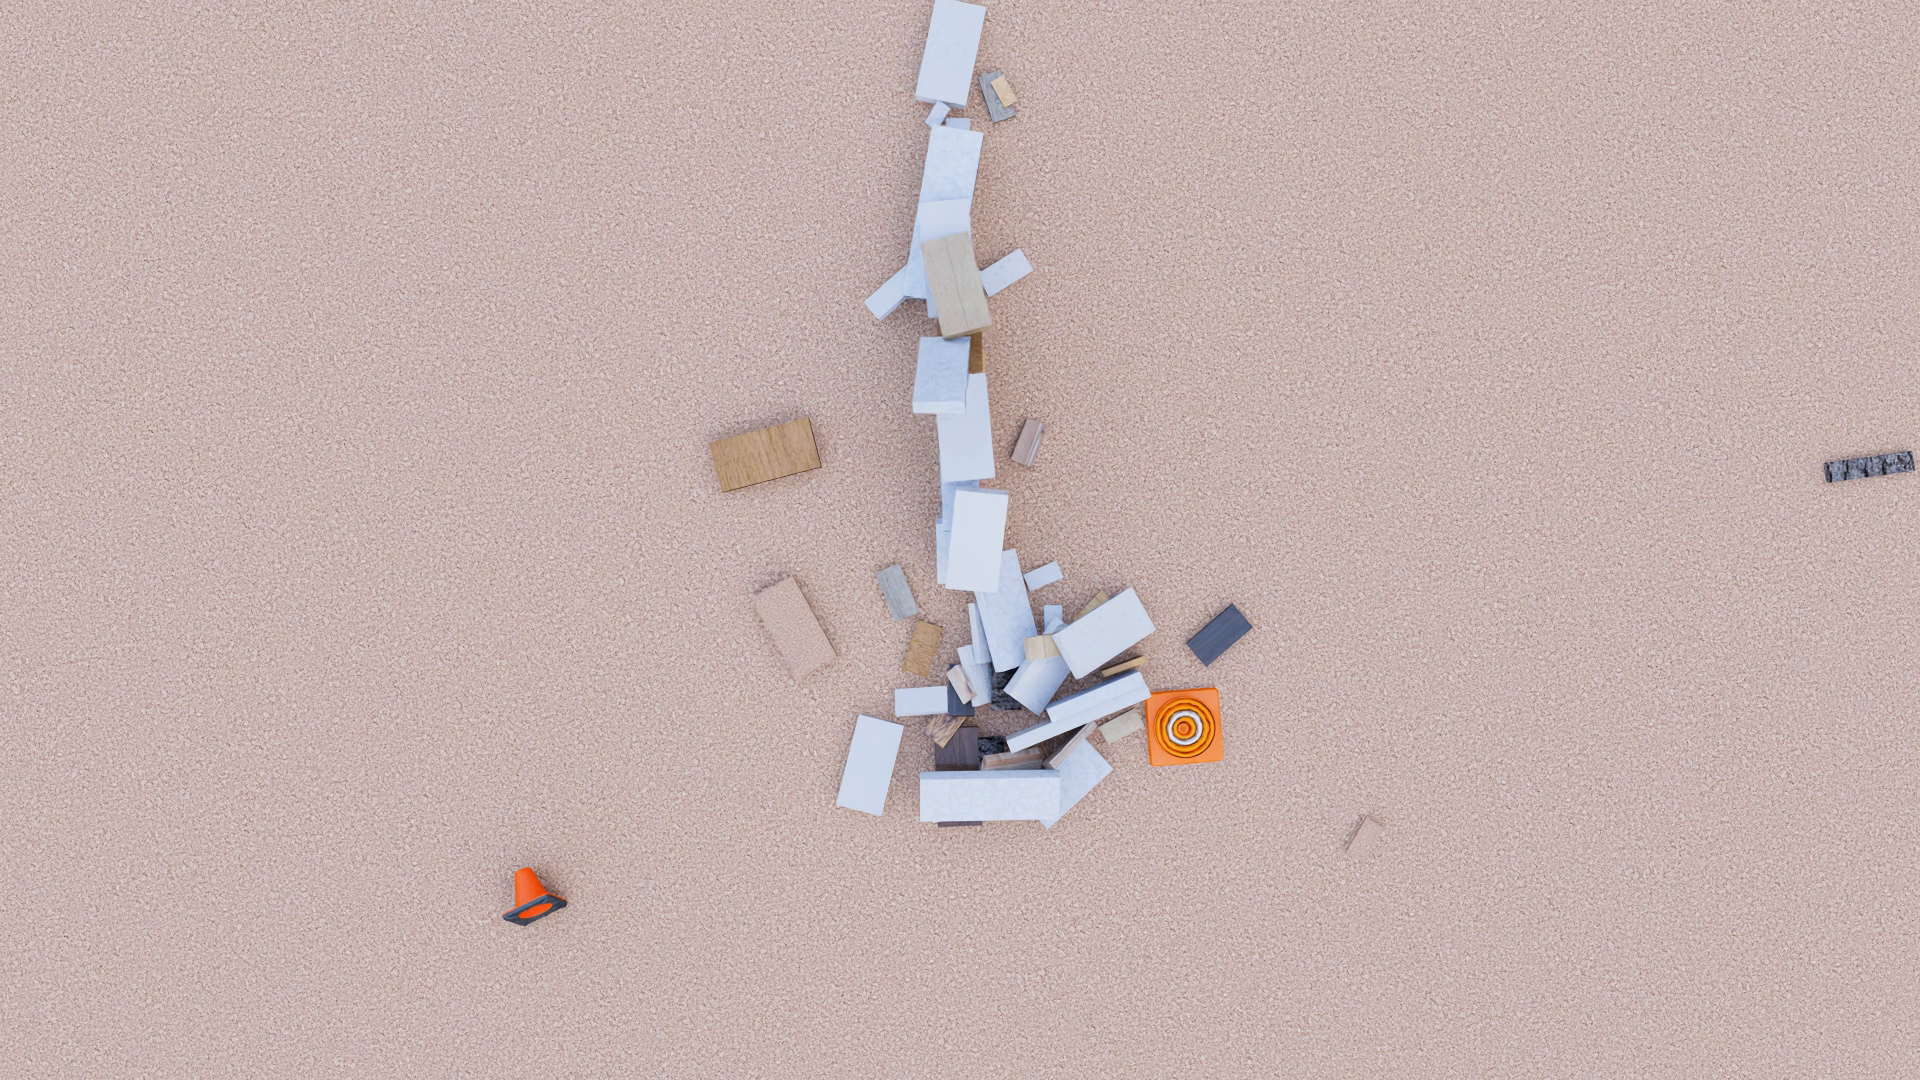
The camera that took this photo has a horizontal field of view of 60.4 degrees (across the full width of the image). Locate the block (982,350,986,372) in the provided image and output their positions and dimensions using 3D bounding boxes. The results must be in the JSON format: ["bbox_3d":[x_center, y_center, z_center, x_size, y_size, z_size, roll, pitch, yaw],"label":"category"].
[{"bbox_3d":[0.009,-0.443,5.375,0.144,0.041,0.354,0,81,0],"label":"block"}]

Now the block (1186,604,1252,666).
[{"bbox_3d":[0.862,0.317,5.486,0.203,0.029,0.102,-41,90,0],"label":"block"}]

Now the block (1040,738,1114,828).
[{"bbox_3d":[0.349,0.804,5.479,0.295,0.042,0.148,-43,90,0],"label":"block"}]

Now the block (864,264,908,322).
[{"bbox_3d":[-0.154,-0.876,5.463,0.365,0.024,0.084,-41,70,4],"label":"block"}]

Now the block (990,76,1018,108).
[{"bbox_3d":[0.146,-1.487,5.471,0.048,0.014,0.096,-29,90,0],"label":"block"}]

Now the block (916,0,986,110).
[{"bbox_3d":[-0.030,-1.612,5.466,0.169,0.048,0.338,12,86,0],"label":"block"}]

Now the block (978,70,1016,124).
[{"bbox_3d":[0.123,-1.474,5.489,0.080,0.023,0.159,-19,90,0],"label":"block"}]

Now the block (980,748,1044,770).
[{"bbox_3d":[0.169,0.743,5.426,0.203,0.029,0.102,-6,127,-20],"label":"block"}]

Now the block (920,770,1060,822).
[{"bbox_3d":[0.097,0.835,5.390,0.456,0.046,0.163,-1,116,-3],"label":"block"}]

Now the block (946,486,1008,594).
[{"bbox_3d":[0.053,0.000,5.286,0.167,0.047,0.334,5,110,-2],"label":"block"}]

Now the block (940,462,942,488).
[{"bbox_3d":[-0.018,-0.187,5.392,0.090,0.025,0.179,-3,97,-1],"label":"block"}]

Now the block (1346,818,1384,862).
[{"bbox_3d":[1.347,0.998,5.490,0.068,0.019,0.136,31,90,0],"label":"block"}]

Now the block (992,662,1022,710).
[{"bbox_3d":[0.155,0.463,5.458,0.099,0.028,0.199,2,87,-31],"label":"block"}]

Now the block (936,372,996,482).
[{"bbox_3d":[0.013,-0.357,5.254,0.167,0.047,0.334,-5,90,0],"label":"block"}]

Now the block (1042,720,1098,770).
[{"bbox_3d":[0.360,0.673,5.424,0.203,0.102,0.029,-44,91,-15],"label":"block"}]

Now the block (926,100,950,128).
[{"bbox_3d":[-0.074,-1.405,5.460,0.048,0.096,0.014,39,47,0],"label":"block"}]

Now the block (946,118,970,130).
[{"bbox_3d":[-0.005,-1.078,5.489,0.080,0.023,0.645,0,90,0],"label":"block"}]

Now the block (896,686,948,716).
[{"bbox_3d":[-0.127,0.534,5.463,0.174,0.025,0.087,-4,65,5],"label":"block"}]

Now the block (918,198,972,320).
[{"bbox_3d":[-0.038,-0.912,5.357,0.160,0.045,0.372,-5,90,2],"label":"block"}]

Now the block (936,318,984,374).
[{"bbox_3d":[-0.001,-0.634,5.363,0.144,0.041,0.289,-1,62,0],"label":"block"}]

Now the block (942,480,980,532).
[{"bbox_3d":[0.003,-0.146,5.329,0.118,0.033,0.236,0,84,0],"label":"block"}]

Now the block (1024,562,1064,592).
[{"bbox_3d":[0.277,0.120,5.492,0.119,0.017,0.059,-23,90,0],"label":"block"}]

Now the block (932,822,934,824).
[{"bbox_3d":[-0.073,0.862,5.449,0.067,0.019,0.133,-13,90,0],"label":"block"}]

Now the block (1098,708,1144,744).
[{"bbox_3d":[0.538,0.619,5.490,0.136,0.019,0.068,-27,90,0],"label":"block"}]

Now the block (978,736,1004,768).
[{"bbox_3d":[0.105,0.738,5.467,0.086,0.024,0.172,-2,90,-31],"label":"block"}]

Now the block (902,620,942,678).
[{"bbox_3d":[-0.125,0.361,5.488,0.087,0.025,0.174,18,90,0],"label":"block"}]

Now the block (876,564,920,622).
[{"bbox_3d":[-0.208,0.175,5.488,0.087,0.025,0.174,-22,90,0],"label":"block"}]

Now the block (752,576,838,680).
[{"bbox_3d":[-0.548,0.290,5.478,0.154,0.044,0.308,-29,90,0],"label":"block"}]

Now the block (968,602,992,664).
[{"bbox_3d":[0.084,0.303,5.456,0.099,0.028,0.199,-7,90,-43],"label":"block"}]

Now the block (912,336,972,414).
[{"bbox_3d":[-0.054,-0.523,5.204,0.160,0.045,0.320,0,45,5],"label":"block"}]

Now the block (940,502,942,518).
[{"bbox_3d":[-0.003,-0.021,5.421,0.118,0.033,0.236,-3,123,0],"label":"block"}]

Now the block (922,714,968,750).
[{"bbox_3d":[-0.038,0.597,5.455,0.086,0.024,0.172,35,74,13],"label":"block"}]

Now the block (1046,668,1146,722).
[{"bbox_3d":[0.441,0.510,5.418,0.327,0.163,0.046,-22,89,0],"label":"block"}]

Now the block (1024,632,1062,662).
[{"bbox_3d":[0.386,0.330,5.411,0.380,0.021,0.075,-8,92,-24],"label":"block"}]

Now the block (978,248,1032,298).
[{"bbox_3d":[0.147,-0.888,5.488,0.173,0.024,0.086,-32,90,0],"label":"block"}]

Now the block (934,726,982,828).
[{"bbox_3d":[-0.006,0.785,5.479,0.148,0.042,0.326,-2,90,0],"label":"block"}]

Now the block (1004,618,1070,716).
[{"bbox_3d":[0.286,0.417,5.432,0.148,0.042,0.295,38,85,-31],"label":"block"}]

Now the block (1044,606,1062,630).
[{"bbox_3d":[0.310,0.276,5.492,0.059,0.017,0.119,0,90,0],"label":"block"}]

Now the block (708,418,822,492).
[{"bbox_3d":[-0.645,-0.282,5.476,0.338,0.048,0.169,-15,90,0],"label":"block"}]

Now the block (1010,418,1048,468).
[{"bbox_3d":[0.231,-0.323,5.489,0.075,0.021,0.149,22,90,0],"label":"block"}]

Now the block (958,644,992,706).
[{"bbox_3d":[0.061,0.442,5.453,0.099,0.028,0.199,-14,88,-43],"label":"block"}]

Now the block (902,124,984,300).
[{"bbox_3d":[-0.055,-1.064,5.404,0.169,0.048,0.564,10,90,2],"label":"block"}]

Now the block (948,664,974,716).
[{"bbox_3d":[0.006,0.497,5.462,0.086,0.024,0.172,1,72,0],"label":"block"}]

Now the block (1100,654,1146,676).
[{"bbox_3d":[0.540,0.417,5.463,0.149,0.075,0.021,-20,90,0],"label":"block"}]

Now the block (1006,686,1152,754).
[{"bbox_3d":[0.387,0.582,5.423,0.489,0.154,0.044,-22,89,0],"label":"block"}]

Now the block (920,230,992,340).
[{"bbox_3d":[-0.013,-0.814,5.286,0.160,0.045,0.320,-14,80,2],"label":"block"}]

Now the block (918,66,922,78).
[{"bbox_3d":[-0.089,-1.545,5.493,0.096,0.014,0.048,7,90,0],"label":"block"}]

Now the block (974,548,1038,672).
[{"bbox_3d":[0.149,0.230,5.432,0.167,0.047,0.376,-15,91,-32],"label":"block"}]

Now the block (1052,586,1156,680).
[{"bbox_3d":[0.473,0.304,5.408,0.327,0.046,0.163,-30,90,-26],"label":"block"}]

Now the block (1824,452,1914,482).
[{"bbox_3d":[3.027,-0.243,5.491,0.288,0.019,0.067,-8,90,0],"label":"block"}]

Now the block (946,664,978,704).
[{"bbox_3d":[0.006,0.474,5.428,0.059,0.017,0.119,-42,71,35],"label":"block"}]

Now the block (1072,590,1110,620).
[{"bbox_3d":[0.447,0.238,5.490,0.068,0.019,0.136,44,90,0],"label":"block"}]

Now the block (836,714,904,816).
[{"bbox_3d":[-0.297,0.746,5.478,0.154,0.044,0.308,14,90,0],"label":"block"}]

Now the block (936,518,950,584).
[{"bbox_3d":[-0.018,0.036,5.417,0.118,0.033,0.236,-2,123,-1],"label":"block"}]
